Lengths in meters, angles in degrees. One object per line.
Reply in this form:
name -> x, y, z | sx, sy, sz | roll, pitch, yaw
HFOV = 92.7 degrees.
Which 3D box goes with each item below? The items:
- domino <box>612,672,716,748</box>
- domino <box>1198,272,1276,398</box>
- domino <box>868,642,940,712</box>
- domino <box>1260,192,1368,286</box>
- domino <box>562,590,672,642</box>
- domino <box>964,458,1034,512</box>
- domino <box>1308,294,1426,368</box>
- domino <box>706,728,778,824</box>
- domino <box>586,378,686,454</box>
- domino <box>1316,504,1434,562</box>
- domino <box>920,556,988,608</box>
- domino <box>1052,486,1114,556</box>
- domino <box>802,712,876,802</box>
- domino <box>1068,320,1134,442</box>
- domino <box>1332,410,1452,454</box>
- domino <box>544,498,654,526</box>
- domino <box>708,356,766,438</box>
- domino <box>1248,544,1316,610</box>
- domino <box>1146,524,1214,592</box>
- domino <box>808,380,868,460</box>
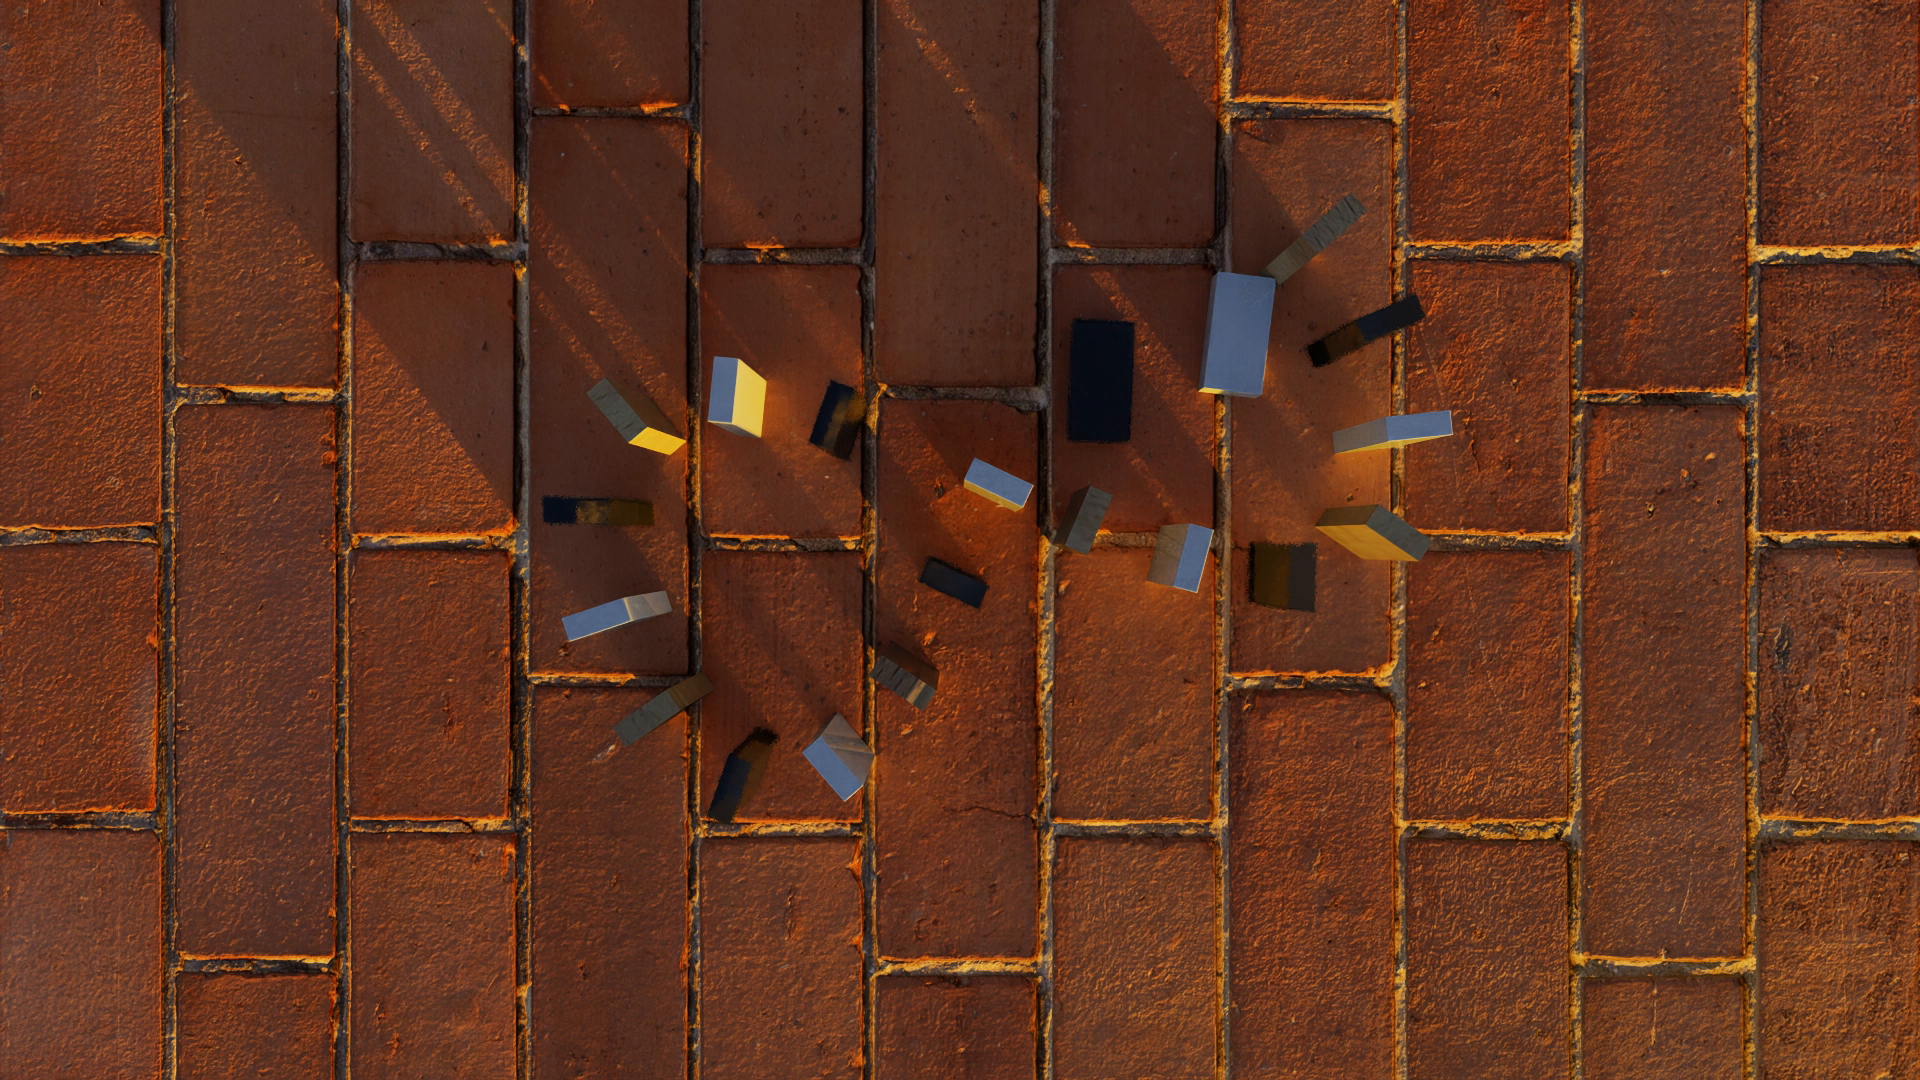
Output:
domino -> -0.120, 0.068, 0.375 | 0.025, 0.050, 0.010 | -35, 90, 0
domino -> 0.119, -0.088, 0.395 | 0.025, 0.009, 0.050 | 7, 90, 0
domino -> -0.022, 0.055, 0.375 | 0.025, 0.050, 0.010 | 33, 90, 0
domino -> 0.143, -0.121, 0.375 | 0.025, 0.050, 0.010 | -41, 90, 0
domino -> -0.139, 0.030, 0.375 | 0.025, 0.050, 0.009 | -18, 90, 0
domino -> 0.015, -0.022, 0.375 | 0.025, 0.050, 0.010 | 25, 90, 0
domino -> 0.165, -0.085, 0.375 | 0.025, 0.050, 0.009 | -23, 90, 0
domino -> -0.088, 0.096, 0.375 | 0.010, 0.050, 0.025 | 20, 90, 0
domino -> -0.131, -0.050, 0.375 | 0.009, 0.050, 0.025 | -40, 90, 0
domino -> 0.168, -0.003, 0.375 | 0.025, 0.050, 0.009 | 34, 90, 0
domino -> -0.002, 0.017, 0.375 | 0.025, 0.050, 0.010 | 25, 90, 0
domino -> 0.049, -0.008, 0.375 | 0.010, 0.050, 0.025 | 23, 90, 0
domino -> -0.049, 0.088, 0.375 | 0.009, 0.050, 0.025 | -41, 90, 0
domino -> 0.061, -0.068, 0.395 | 0.025, 0.009, 0.050 | 2, 90, 0
domino -> 0.175, -0.044, 0.375 | 0.025, 0.050, 0.010 | -6, 90, 0
domino -> -0.146, -0.011, 0.375 | 0.025, 0.050, 0.009 | 1, 90, 0
domino -> -0.090, -0.057, 0.375 | 0.010, 0.050, 0.025 | 6, 90, 0
domino -> 0.131, 0.014, 0.375 | 0.009, 0.050, 0.025 | 1, 90, 0
domino -> 0.089, 0.007, 0.375 | 0.009, 0.050, 0.025 | 15, 90, 0
domino -> -0.049, -0.048, 0.375 | 0.009, 0.050, 0.025 | 20, 90, 0
